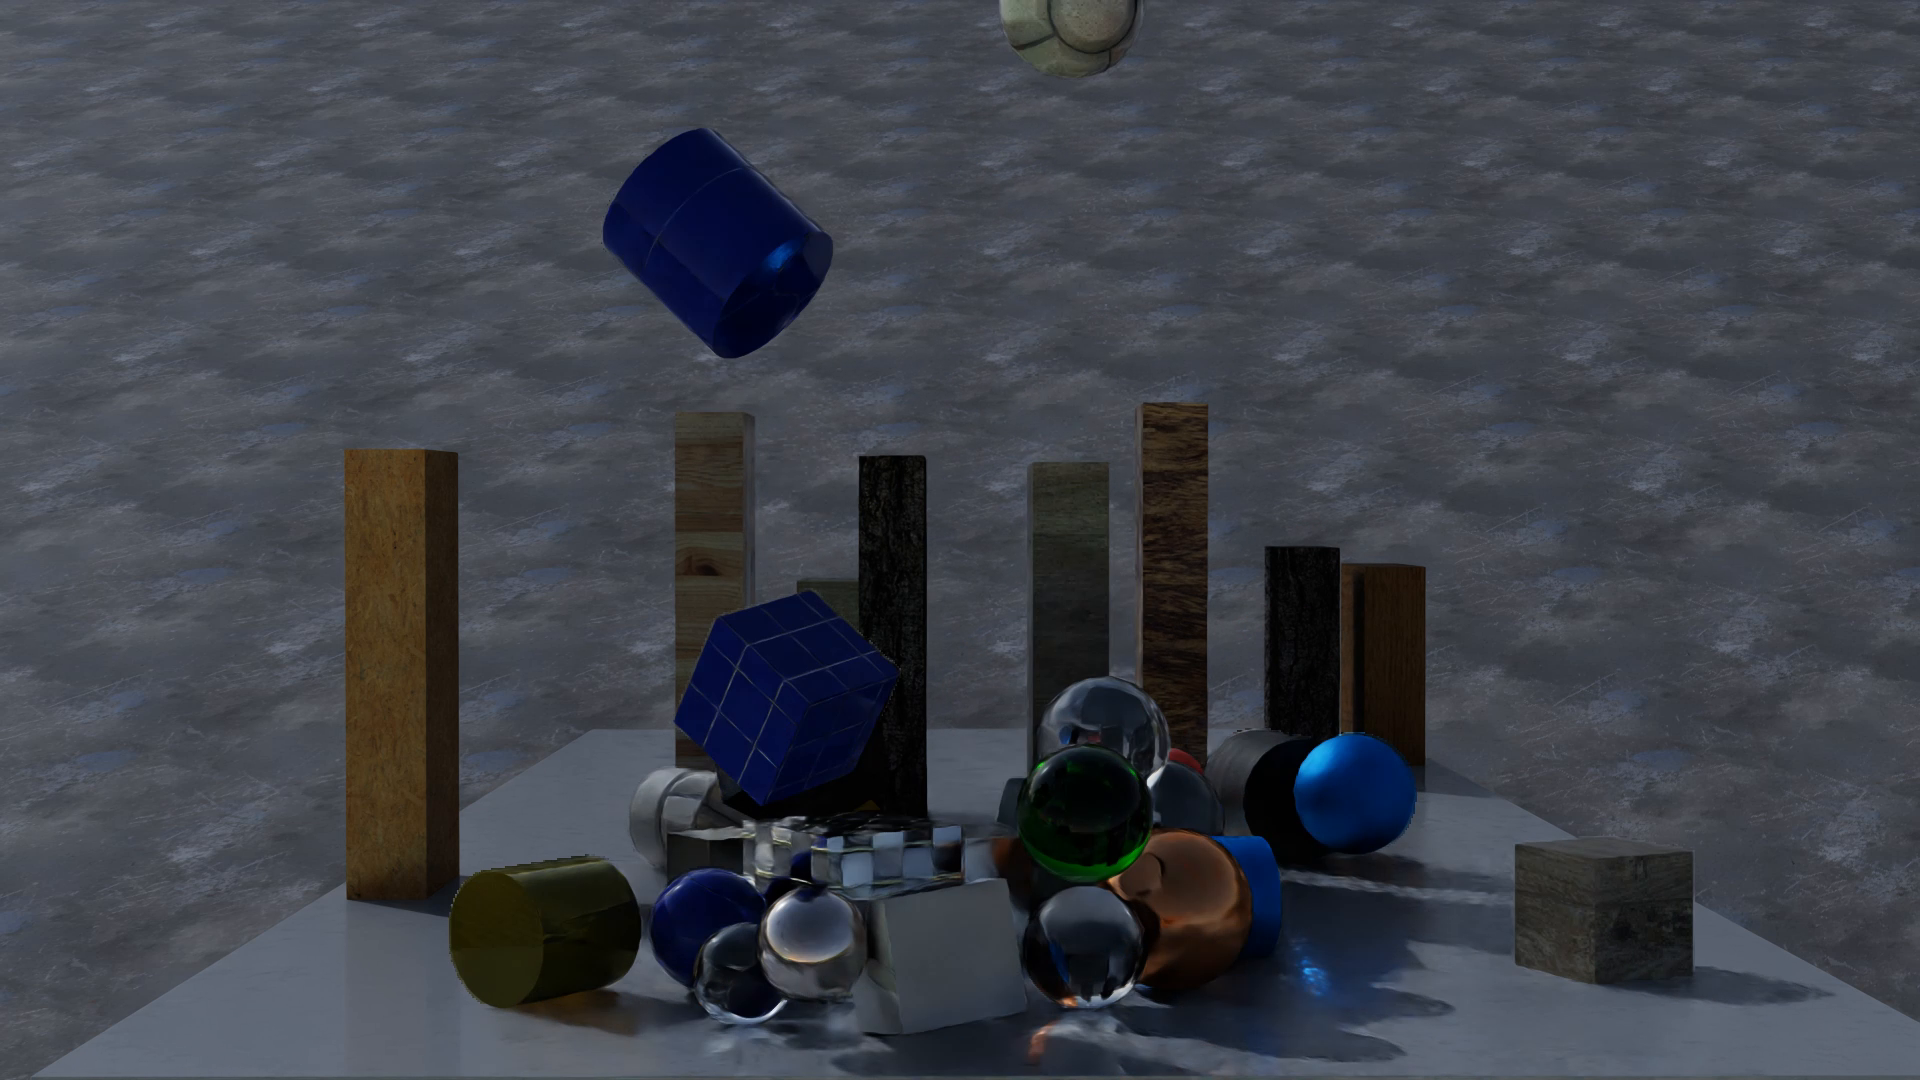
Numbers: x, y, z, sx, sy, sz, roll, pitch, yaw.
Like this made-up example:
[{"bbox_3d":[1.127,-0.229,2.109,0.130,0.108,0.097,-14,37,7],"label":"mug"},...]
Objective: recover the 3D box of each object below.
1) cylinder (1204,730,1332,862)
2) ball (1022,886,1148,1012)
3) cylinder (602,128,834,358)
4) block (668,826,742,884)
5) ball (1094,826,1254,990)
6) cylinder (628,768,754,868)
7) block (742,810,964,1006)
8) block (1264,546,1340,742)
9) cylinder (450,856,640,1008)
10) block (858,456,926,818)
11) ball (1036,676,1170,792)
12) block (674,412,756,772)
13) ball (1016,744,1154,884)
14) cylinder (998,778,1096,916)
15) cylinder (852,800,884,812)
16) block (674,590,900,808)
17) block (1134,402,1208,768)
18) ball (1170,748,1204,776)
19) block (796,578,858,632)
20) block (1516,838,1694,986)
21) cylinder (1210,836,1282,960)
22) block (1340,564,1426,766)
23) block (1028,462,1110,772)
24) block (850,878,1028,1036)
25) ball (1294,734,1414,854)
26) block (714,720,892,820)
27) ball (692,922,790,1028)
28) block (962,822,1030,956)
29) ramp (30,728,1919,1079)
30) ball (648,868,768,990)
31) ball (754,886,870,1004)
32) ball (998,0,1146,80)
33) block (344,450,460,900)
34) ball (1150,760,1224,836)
[{"bbox_3d":[0.522,0.417,4.231,0.197,0.197,0.197,-8,2,-14],"label":"cylinder"},{"bbox_3d":[0.142,0.464,2.936,0.142,0.142,0.142,0,28,0],"label":"ball"},{"bbox_3d":[-0.277,-0.339,2.960,0.187,0.187,0.187,44,44,16],"label":"cylinder"},{"bbox_3d":[-0.338,0.470,3.658,0.109,0.109,0.109,-1,1,-39],"label":"block"},{"bbox_3d":[0.252,0.437,3.062,0.192,0.192,0.192,0,28,0],"label":"ball"},{"bbox_3d":[-0.408,0.440,4.052,0.158,0.158,0.158,1,22,42],"label":"cylinder"},{"bbox_3d":[-0.129,0.436,3.100,0.193,0.193,0.193,-1,1,-35],"label":"block"},{"bbox_3d":[0.761,0.255,5.762,0.135,0.479,0.245,0,1,0],"label":"block"},{"bbox_3d":[-0.483,0.456,3.015,0.156,0.156,0.156,22,13,35],"label":"cylinder"},{"bbox_3d":[-0.101,0.197,3.937,0.095,0.647,0.342,0,1,0],"label":"block"},{"bbox_3d":[0.181,0.256,3.249,0.169,0.169,0.169,0,28,0],"label":"ball"},{"bbox_3d":[-0.457,0.136,4.850,0.123,0.744,0.296,0,1,0],"label":"block"},{"bbox_3d":[0.143,0.314,2.964,0.159,0.159,0.159,0,28,0],"label":"ball"},{"bbox_3d":[0.165,0.429,3.590,0.192,0.192,0.192,0,27,14],"label":"cylinder"},{"bbox_3d":[-0.177,0.440,3.714,0.120,0.120,0.120,24,27,-13],"label":"cylinder"},{"bbox_3d":[-0.195,0.176,2.907,0.152,0.152,0.152,41,34,25],"label":"block"},{"bbox_3d":[0.470,0.097,5.775,0.139,0.795,0.302,0,1,0],"label":"block"},{"bbox_3d":[0.363,0.438,4.543,0.147,0.147,0.147,0,28,0],"label":"ball"},{"bbox_3d":[-0.238,0.291,4.841,0.120,0.434,0.266,0,1,0],"label":"block"},{"bbox_3d":[0.795,0.455,3.189,0.151,0.151,0.151,0,1,-25],"label":"block"},{"bbox_3d":[0.306,0.453,3.260,0.155,0.155,0.155,0,27,-12],"label":"cylinder"},{"bbox_3d":[0.955,0.275,5.843,0.134,0.436,0.346,0,1,0],"label":"block"},{"bbox_3d":[0.166,0.201,4.013,0.113,0.638,0.345,0,1,0],"label":"block"},{"bbox_3d":[-0.031,0.448,2.787,0.142,0.142,0.142,-7,-6,-23],"label":"block"},{"bbox_3d":[0.619,0.399,4.057,0.188,0.188,0.188,0,28,0],"label":"ball"},{"bbox_3d":[-0.227,0.287,3.608,0.169,0.169,0.169,-35,47,21],"label":"block"},{"bbox_3d":[-0.238,0.479,2.848,0.114,0.114,0.114,0,28,0],"label":"ball"},{"bbox_3d":[-0.001,0.454,3.353,0.151,0.151,0.151,0,1,-13],"label":"block"},{"bbox_3d":[0.062,0.561,4.600,2.000,0.100,4.000,0,1,0],"label":"ramp"},{"bbox_3d":[-0.294,0.459,3.043,0.144,0.144,0.144,0,28,0],"label":"ball"},{"bbox_3d":[-0.156,0.428,2.734,0.122,0.122,0.122,0,28,0],"label":"ball"},{"bbox_3d":[0.100,-0.476,2.293,0.130,0.130,0.130,0,28,0],"label":"ball"},{"bbox_3d":[-0.836,0.194,3.884,0.117,0.656,0.249,0,1,0],"label":"block"},{"bbox_3d":[0.263,0.372,3.395,0.170,0.170,0.170,0,28,0],"label":"ball"}]
